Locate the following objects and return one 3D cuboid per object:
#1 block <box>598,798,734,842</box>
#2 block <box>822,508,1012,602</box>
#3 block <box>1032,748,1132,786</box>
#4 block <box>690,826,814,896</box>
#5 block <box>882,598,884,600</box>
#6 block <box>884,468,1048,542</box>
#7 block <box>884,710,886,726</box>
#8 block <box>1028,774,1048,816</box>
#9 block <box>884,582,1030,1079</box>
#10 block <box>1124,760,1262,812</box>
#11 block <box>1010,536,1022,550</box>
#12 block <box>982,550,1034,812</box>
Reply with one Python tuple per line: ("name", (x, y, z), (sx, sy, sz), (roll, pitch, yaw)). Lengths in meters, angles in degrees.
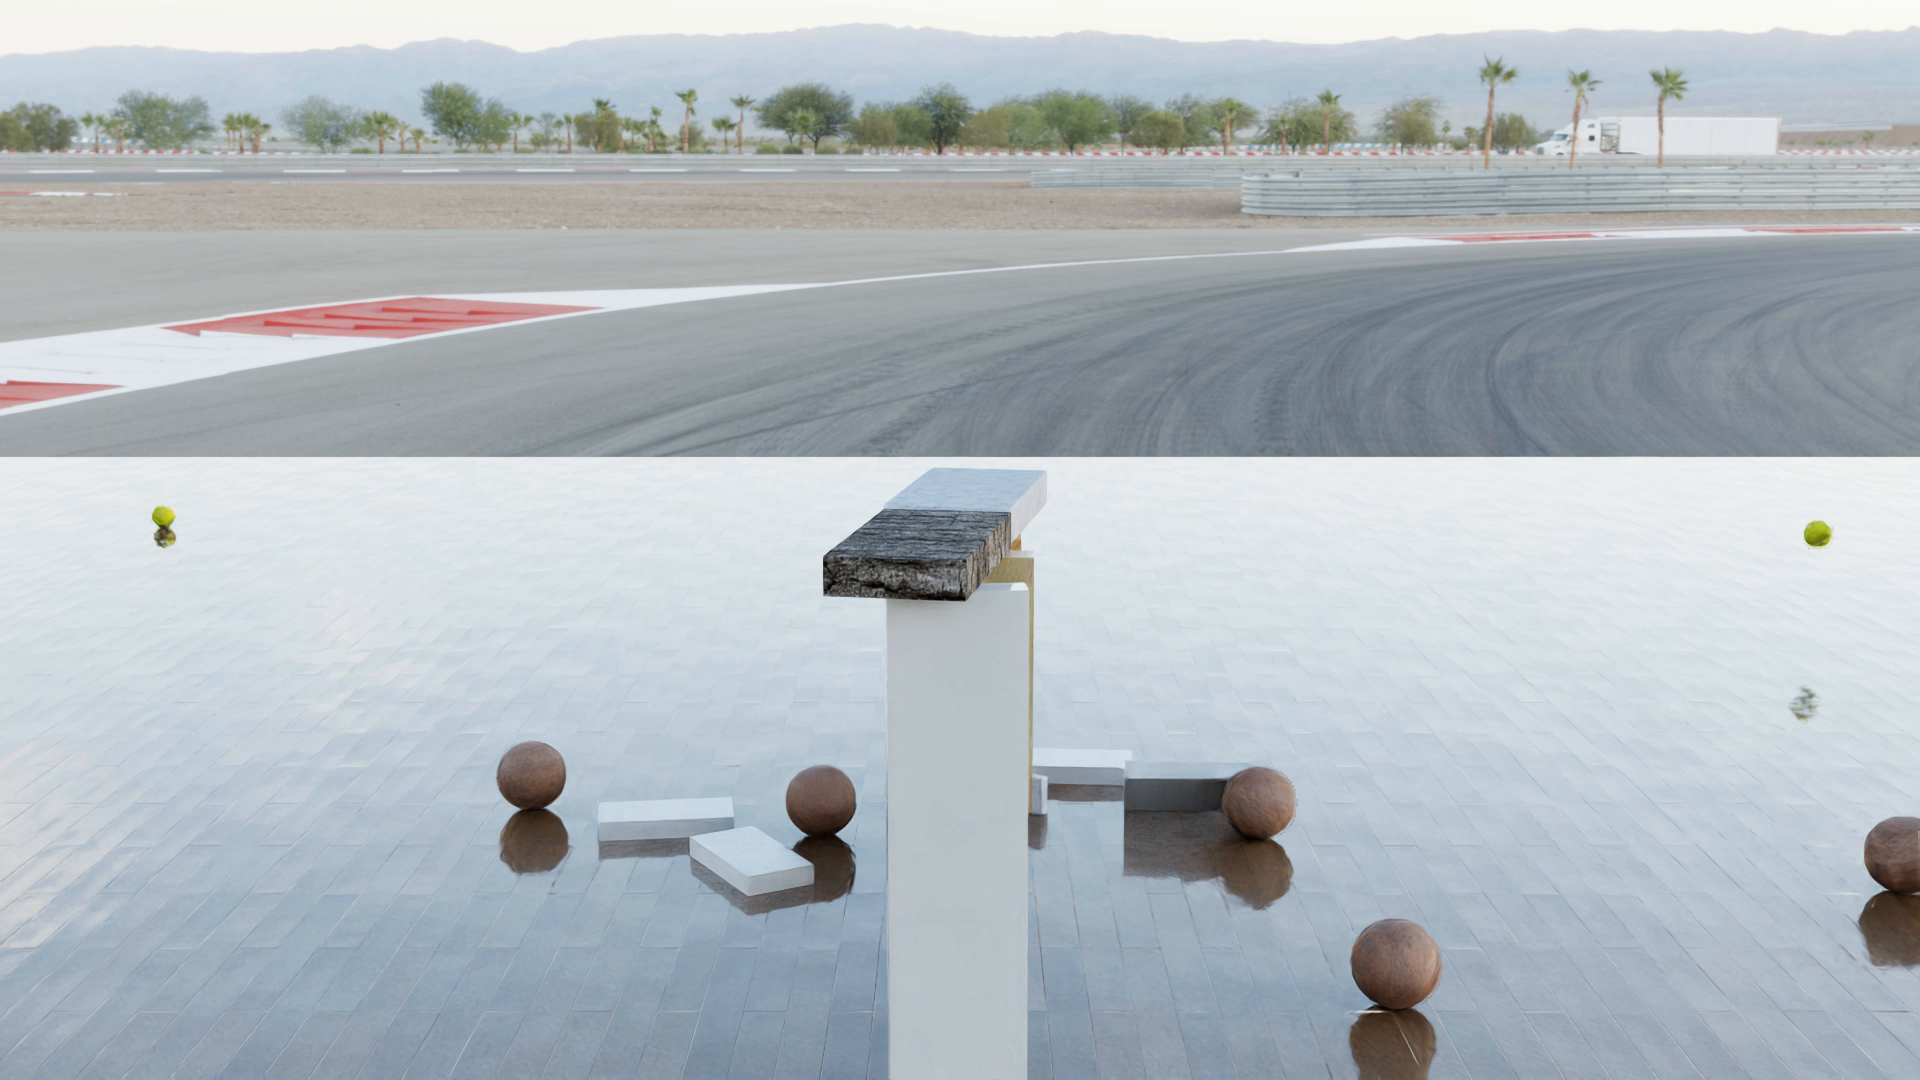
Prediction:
("block", (-0.536, 0.509, 4.013), (0.243, 0.034, 0.122), (-1, 11, -8))
("block", (-0.048, 0.015, 2.805), (0.175, 0.049, 0.349), (2, 11, 10))
("block", (0.215, 0.447, 4.344), (0.248, 0.035, 0.124), (1, 11, 5))
("block", (-0.361, 0.551, 3.787), (0.121, 0.034, 0.243), (-6, 12, -30))
("block", (-0.050, 0.162, 4.846), (0.255, 0.035, 0.124), (33, -21, -14))
("block", (0.013, -0.052, 3.157), (0.175, 0.050, 0.351), (2, 11, 10))
("block", (-0.012, 0.297, 4.598), (0.176, 0.050, 0.353), (7, 31, 18))
("block", (0.097, 0.469, 4.125), (0.140, 0.070, 0.020), (6, 14, 30))
("block", (-0.004, 0.402, 2.767), (0.175, 0.698, 0.049), (-1, 10, -5))
("block", (0.429, 0.457, 4.074), (0.248, 0.124, 0.035), (1, 55, 4))
("block", (-0.003, 0.168, 3.074), (0.175, 0.351, 0.050), (0, 11, 0))
("block", (0.011, 0.190, 2.959), (0.175, 0.349, 0.049), (0, 11, 1))
